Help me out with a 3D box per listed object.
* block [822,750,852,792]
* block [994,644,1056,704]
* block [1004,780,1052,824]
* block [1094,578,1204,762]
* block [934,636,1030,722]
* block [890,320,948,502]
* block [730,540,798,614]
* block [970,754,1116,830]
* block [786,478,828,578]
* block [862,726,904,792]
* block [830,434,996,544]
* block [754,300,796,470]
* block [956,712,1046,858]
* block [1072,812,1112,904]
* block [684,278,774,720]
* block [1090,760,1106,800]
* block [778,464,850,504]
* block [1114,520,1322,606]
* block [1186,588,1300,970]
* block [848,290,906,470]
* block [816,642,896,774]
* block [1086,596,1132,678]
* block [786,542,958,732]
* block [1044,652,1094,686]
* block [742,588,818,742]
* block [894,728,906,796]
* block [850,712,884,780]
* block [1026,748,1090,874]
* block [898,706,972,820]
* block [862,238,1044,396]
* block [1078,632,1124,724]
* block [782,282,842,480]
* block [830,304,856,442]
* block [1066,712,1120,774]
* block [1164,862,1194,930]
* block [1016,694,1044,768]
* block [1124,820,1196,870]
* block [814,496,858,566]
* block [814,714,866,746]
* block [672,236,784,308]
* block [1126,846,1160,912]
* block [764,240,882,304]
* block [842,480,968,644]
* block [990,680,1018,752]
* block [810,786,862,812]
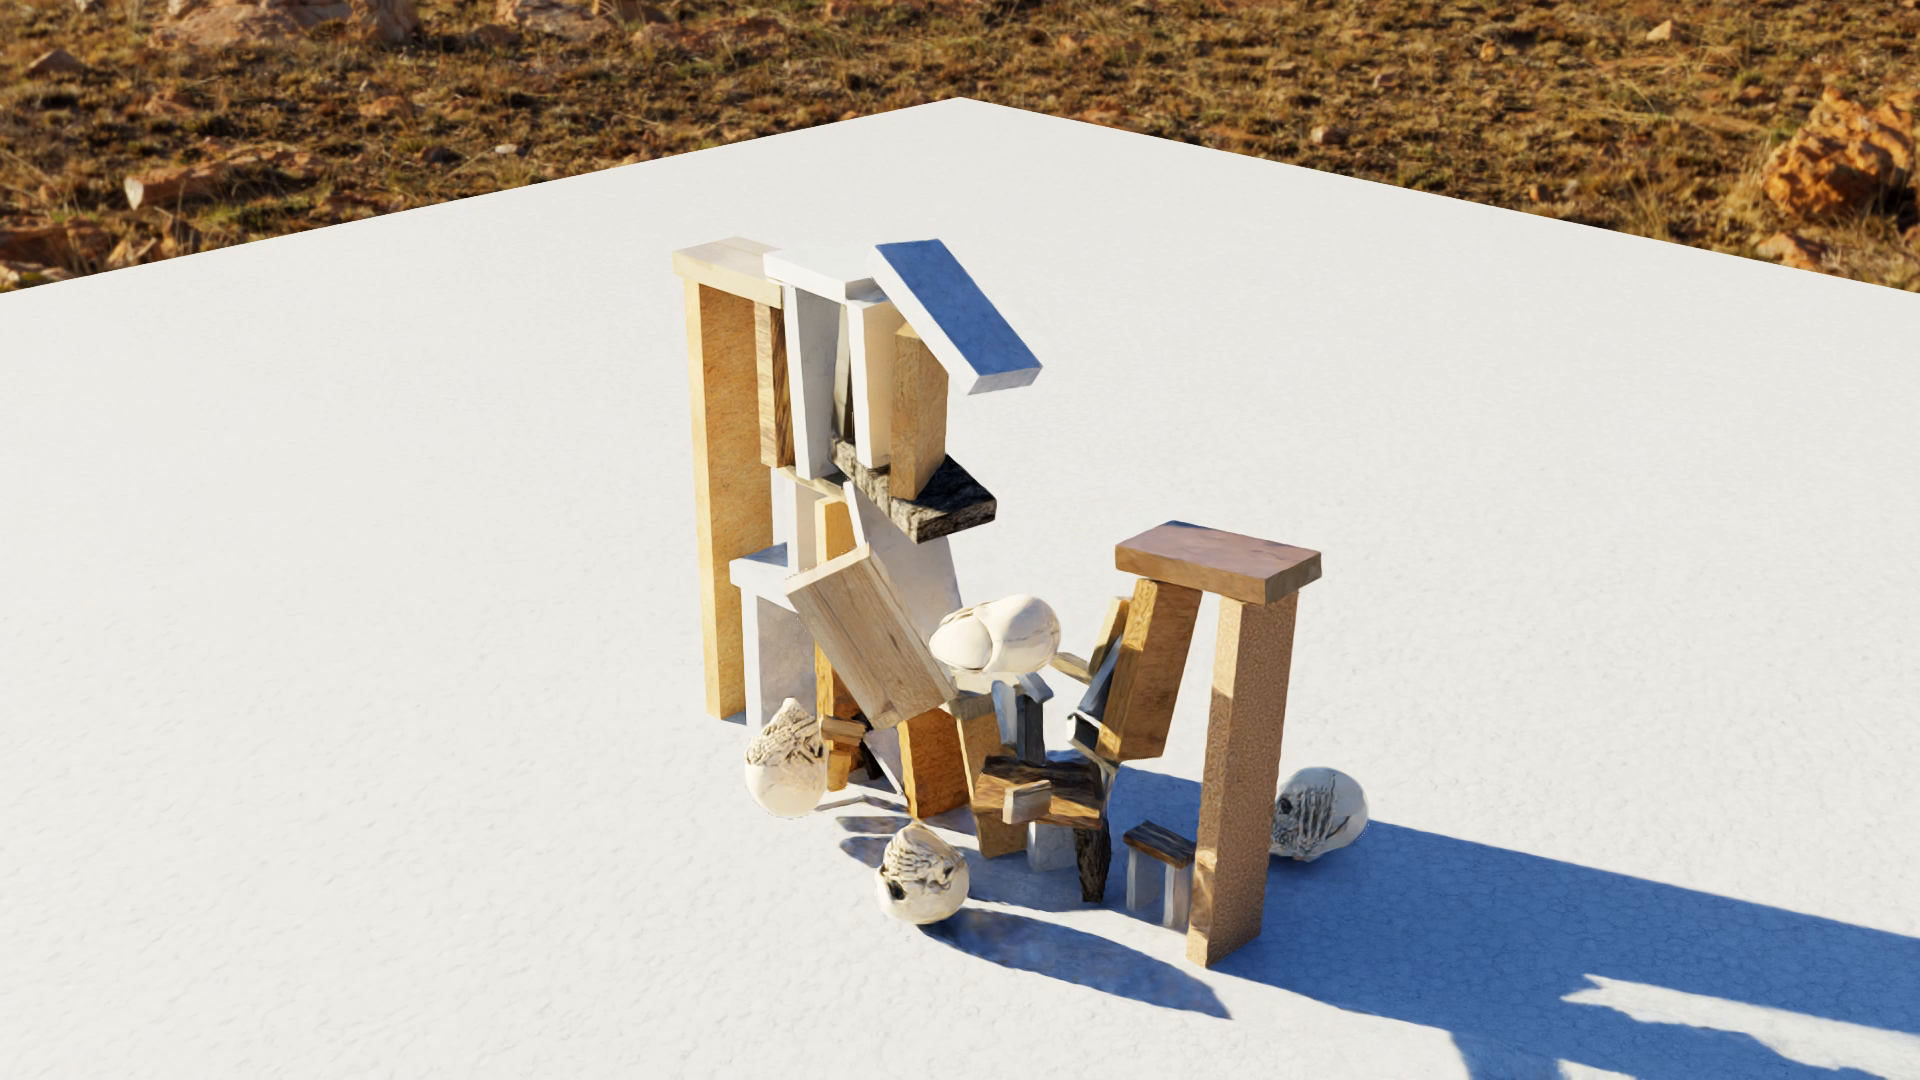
[{"bbox_3d":[-0.253,0.475,4.507,0.049,0.098,0.014,7,34,-8],"label":"block"},{"bbox_3d":[0.121,0.247,4.076,0.125,0.018,0.063,52,18,15],"label":"block"},{"bbox_3d":[0.120,0.465,3.909,0.017,0.060,0.120,9,8,36],"label":"block"},{"bbox_3d":[0.335,0.227,3.872,0.045,0.320,0.160,18,9,35],"label":"block"},{"bbox_3d":[-0.009,0.262,4.278,0.153,0.043,0.305,-16,24,-27],"label":"block"},{"bbox_3d":[-0.073,-0.263,4.108,0.048,0.340,0.170,13,34,15],"label":"block"},{"bbox_3d":[-0.301,0.093,4.585,0.175,0.049,0.349,-21,31,-40],"label":"block"},{"bbox_3d":[0.152,0.461,4.025,0.241,0.034,0.121,4,45,17],"label":"block"},{"bbox_3d":[-0.305,-0.036,4.539,0.111,0.222,0.031,-21,31,-40],"label":"block"},{"bbox_3d":[-0.136,0.447,4.531,0.069,0.020,0.139,-23,72,-40],"label":"block"},{"bbox_3d":[-0.095,-0.120,4.248,0.173,0.049,0.346,-17,39,-26],"label":"block"},{"bbox_3d":[-0.325,-0.330,4.431,0.171,0.341,0.048,-20,30,-39],"label":"block"},{"bbox_3d":[0.092,0.454,4.275,0.153,0.305,0.043,-13,14,-10],"label":"block"},{"bbox_3d":[0.247,0.555,4.106,0.034,0.241,0.121,4,45,14],"label":"block"},{"bbox_3d":[-0.484,-0.093,4.707,0.171,0.994,0.048,-21,31,-41],"label":"block"},{"bbox_3d":[0.247,0.404,3.948,0.017,0.120,0.060,-2,44,10],"label":"block"},{"bbox_3d":[-0.255,-0.131,4.440,0.111,0.031,0.222,-20,30,-39],"label":"block"},{"bbox_3d":[0.439,0.036,3.759,0.320,0.045,0.160,14,26,42],"label":"block"},{"bbox_3d":[0.493,0.410,3.856,0.160,0.732,0.045,-21,34,-41],"label":"block"},{"bbox_3d":[-0.121,-0.317,4.183,0.170,0.340,0.048,-23,37,-30],"label":"block"},{"bbox_3d":[-0.217,0.308,4.587,0.175,0.349,0.049,-21,31,-41],"label":"block"},{"bbox_3d":[0.278,0.173,3.876,0.075,0.149,0.021,4,20,-44],"label":"block"},{"bbox_3d":[-0.161,0.185,4.081,0.173,0.347,0.049,-25,27,13],"label":"block"},{"bbox_3d":[0.235,0.243,3.979,0.149,0.021,0.075,26,12,28],"label":"block"},{"bbox_3d":[-0.382,0.244,4.738,0.049,0.349,0.175,21,31,41],"label":"block"},{"bbox_3d":[-0.133,0.455,4.555,0.069,0.020,0.139,-21,71,-40],"label":"block"},{"bbox_3d":[-0.178,0.422,4.588,0.069,0.139,0.020,-23,11,-40],"label":"block"},{"bbox_3d":[0.194,0.519,4.226,0.121,0.241,0.034,-8,25,-19],"label":"block"},{"bbox_3d":[-0.044,0.398,4.420,0.153,0.305,0.043,-16,22,-27],"label":"block"},{"bbox_3d":[-0.014,-0.410,4.001,0.170,0.048,0.340,-13,57,-45],"label":"block"},{"bbox_3d":[0.269,0.245,3.870,0.021,0.156,0.075,28,-5,38],"label":"block"},{"bbox_3d":[-0.264,-0.327,4.354,0.151,0.394,0.043,-19,25,-37],"label":"block"},{"bbox_3d":[-0.165,-0.342,4.255,0.151,0.302,0.043,-20,47,-29],"label":"block"},{"bbox_3d":[0.236,0.359,3.878,0.017,0.120,0.060,-33,34,33],"label":"block"},{"bbox_3d":[0.408,0.647,4.063,0.019,0.136,0.068,21,31,41],"label":"block"},{"bbox_3d":[0.129,0.352,4.040,0.018,0.125,0.063,-16,-26,32],"label":"block"},{"bbox_3d":[0.376,0.563,4.062,0.136,0.019,0.068,21,31,41],"label":"block"},{"bbox_3d":[-0.234,0.015,4.419,0.111,0.222,0.031,-18,29,-37],"label":"block"},{"bbox_3d":[-0.245,0.389,4.507,0.098,0.049,0.014,14,21,-25],"label":"block"},{"bbox_3d":[-0.407,-0.542,4.431,0.171,0.048,0.341,-21,31,-40],"label":"block"},{"bbox_3d":[0.344,0.622,4.122,0.019,0.136,0.068,21,31,41],"label":"block"},{"bbox_3d":[-0.236,-0.516,4.230,0.151,0.043,0.302,-16,25,-31],"label":"block"},{"bbox_3d":[-0.106,0.037,4.342,0.173,0.346,0.049,-14,4,-22],"label":"block"},{"bbox_3d":[0.089,0.326,4.080,0.018,0.125,0.063,-23,-30,22],"label":"block"},{"bbox_3d":[-0.250,0.524,4.438,0.098,0.014,0.049,-12,18,-8],"label":"block"}]
